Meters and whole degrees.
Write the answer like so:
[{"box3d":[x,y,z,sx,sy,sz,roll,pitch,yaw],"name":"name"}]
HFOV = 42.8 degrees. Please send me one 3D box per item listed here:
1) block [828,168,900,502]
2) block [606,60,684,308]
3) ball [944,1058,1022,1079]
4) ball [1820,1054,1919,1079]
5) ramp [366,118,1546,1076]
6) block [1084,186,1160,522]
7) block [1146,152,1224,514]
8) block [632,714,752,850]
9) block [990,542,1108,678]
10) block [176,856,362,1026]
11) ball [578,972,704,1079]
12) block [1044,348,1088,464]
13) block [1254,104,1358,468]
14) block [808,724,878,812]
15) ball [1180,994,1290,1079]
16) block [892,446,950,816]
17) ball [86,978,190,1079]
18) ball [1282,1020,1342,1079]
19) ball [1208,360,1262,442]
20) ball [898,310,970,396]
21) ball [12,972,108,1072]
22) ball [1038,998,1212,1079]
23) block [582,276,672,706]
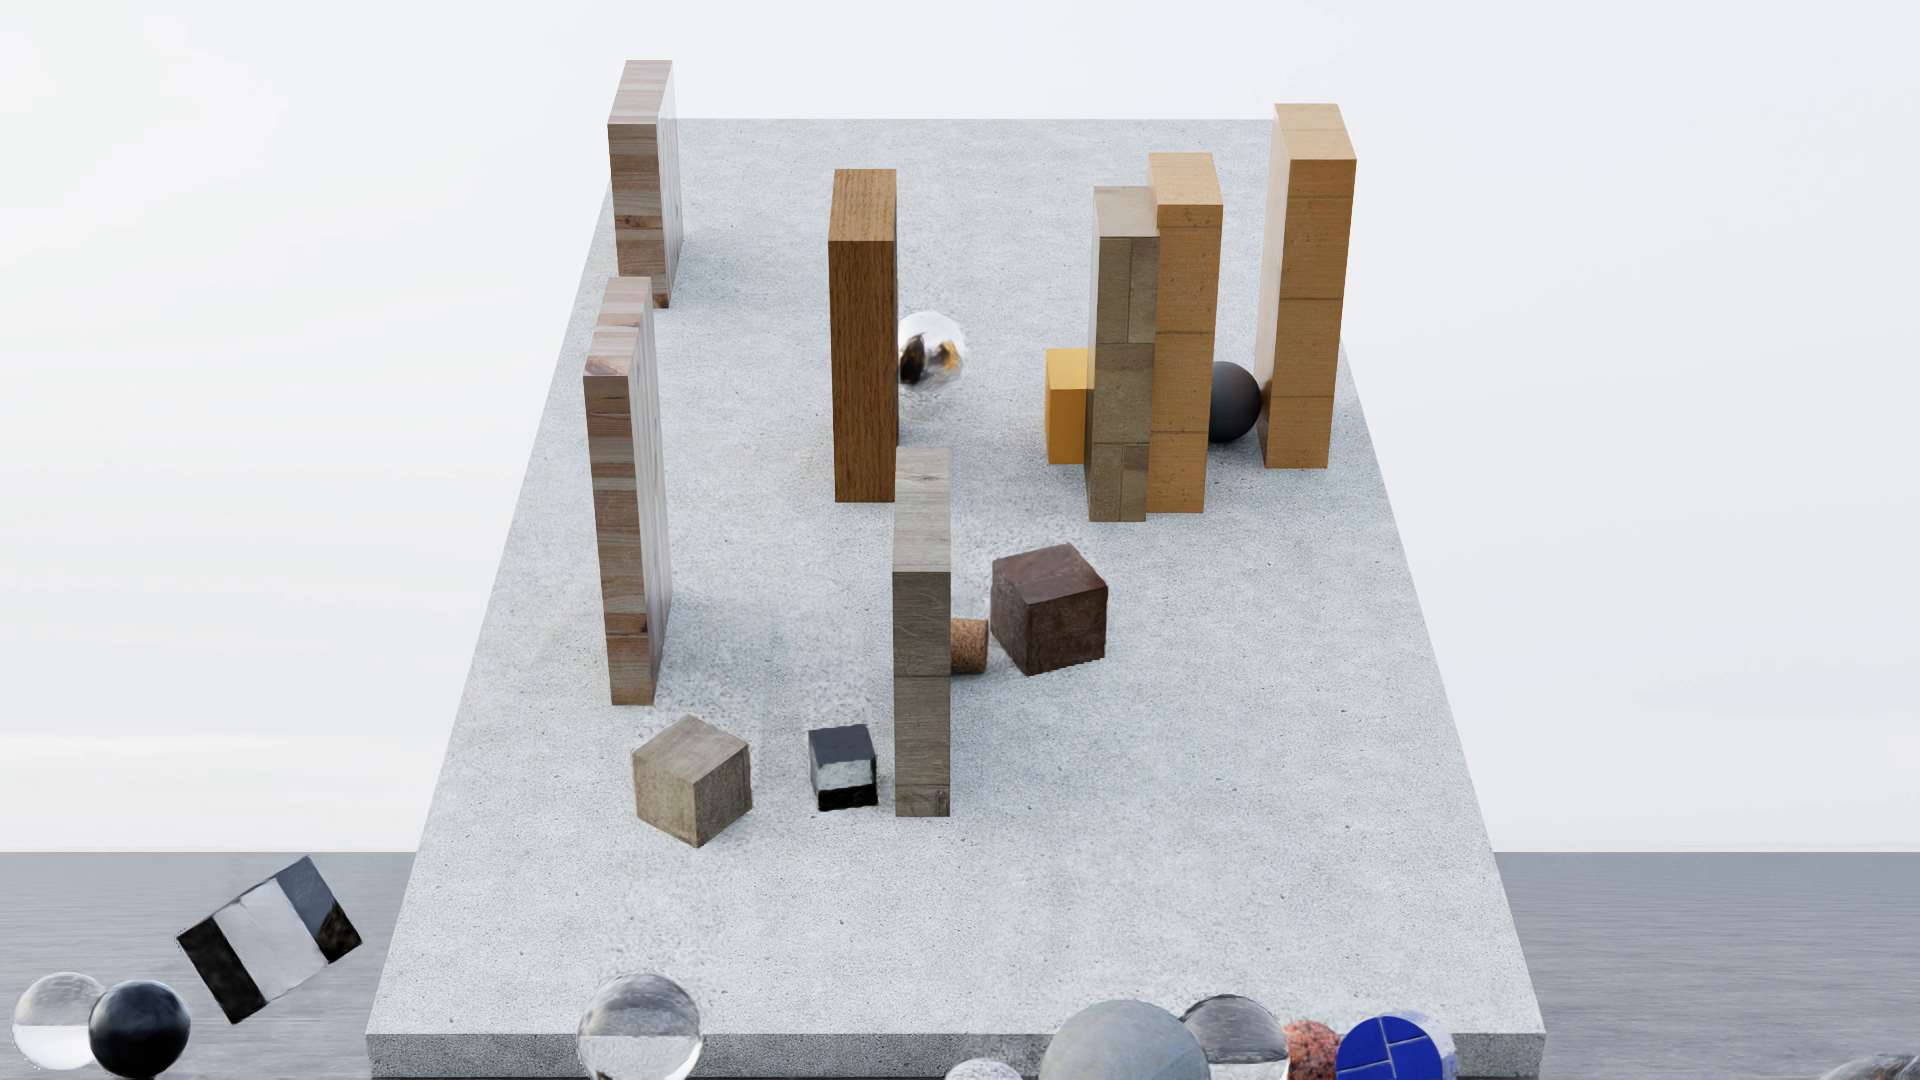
[{"box3d":[-0.215,-0.466,5.593,0.140,0.658,0.382,0,32,0],"name":"block"},{"box3d":[-0.828,-0.944,6.481,0.124,0.517,0.440,0,32,0],"name":"block"},{"box3d":[0.030,0.727,3.146,0.122,0.122,0.122,0,-7,0],"name":"ball"},{"box3d":[0.835,0.561,2.166,0.209,0.209,0.209,0,-7,0],"name":"ball"},{"box3d":[-0.015,-0.188,5.864,2.000,0.100,4.000,0,32,0],"name":"ramp"},{"box3d":[0.357,-0.409,5.459,0.128,0.709,0.259,0,32,0],"name":"block"},{"box3d":[0.485,-0.458,5.486,0.139,0.764,0.276,0,32,0],"name":"block"},{"box3d":[-0.503,0.453,4.604,0.154,0.154,0.154,22,38,31],"name":"block"},{"box3d":[0.183,0.143,5.076,0.180,0.180,0.180,-13,35,-20],"name":"block"},{"box3d":[-1.159,0.673,4.117,0.176,0.176,0.176,-33,0,30],"name":"block"},{"box3d":[-0.501,0.777,3.842,0.195,0.195,0.195,0,-7,0],"name":"ball"},{"box3d":[0.307,-0.317,5.789,0.201,0.201,0.201,0,32,-1],"name":"block"},{"box3d":[0.789,-0.583,5.670,0.145,0.781,0.319,0,32,0],"name":"block"},{"box3d":[-0.223,0.435,4.675,0.112,0.112,0.112,-6,33,-10],"name":"block"},{"box3d":[0.388,0.750,3.553,0.178,0.178,0.178,0,-7,0],"name":"ball"},{"box3d":[-0.070,0.172,4.678,0.104,0.554,0.443,0,32,0],"name":"block"},{"box3d":[-1.398,0.832,4.169,0.168,0.168,0.168,0,-7,0],"name":"ball"},{"box3d":[0.524,0.792,3.702,0.130,0.130,0.130,0,-7,0],"name":"ball"},{"box3d":[0.619,-0.328,5.815,0.194,0.194,0.194,0,-7,0],"name":"ball"},{"box3d":[-0.080,-0.452,5.922,0.204,0.204,0.204,0,-7,0],"name":"ball"},{"box3d":[-1.577,0.848,4.312,0.172,0.172,0.172,0,-7,0],"name":"ball"},{"box3d":[0.199,0.659,2.951,0.209,0.209,0.209,0,-7,0],"name":"ball"},{"box3d":[-0.660,-0.096,4.912,0.084,0.754,0.415,0,32,0],"name":"block"}]
